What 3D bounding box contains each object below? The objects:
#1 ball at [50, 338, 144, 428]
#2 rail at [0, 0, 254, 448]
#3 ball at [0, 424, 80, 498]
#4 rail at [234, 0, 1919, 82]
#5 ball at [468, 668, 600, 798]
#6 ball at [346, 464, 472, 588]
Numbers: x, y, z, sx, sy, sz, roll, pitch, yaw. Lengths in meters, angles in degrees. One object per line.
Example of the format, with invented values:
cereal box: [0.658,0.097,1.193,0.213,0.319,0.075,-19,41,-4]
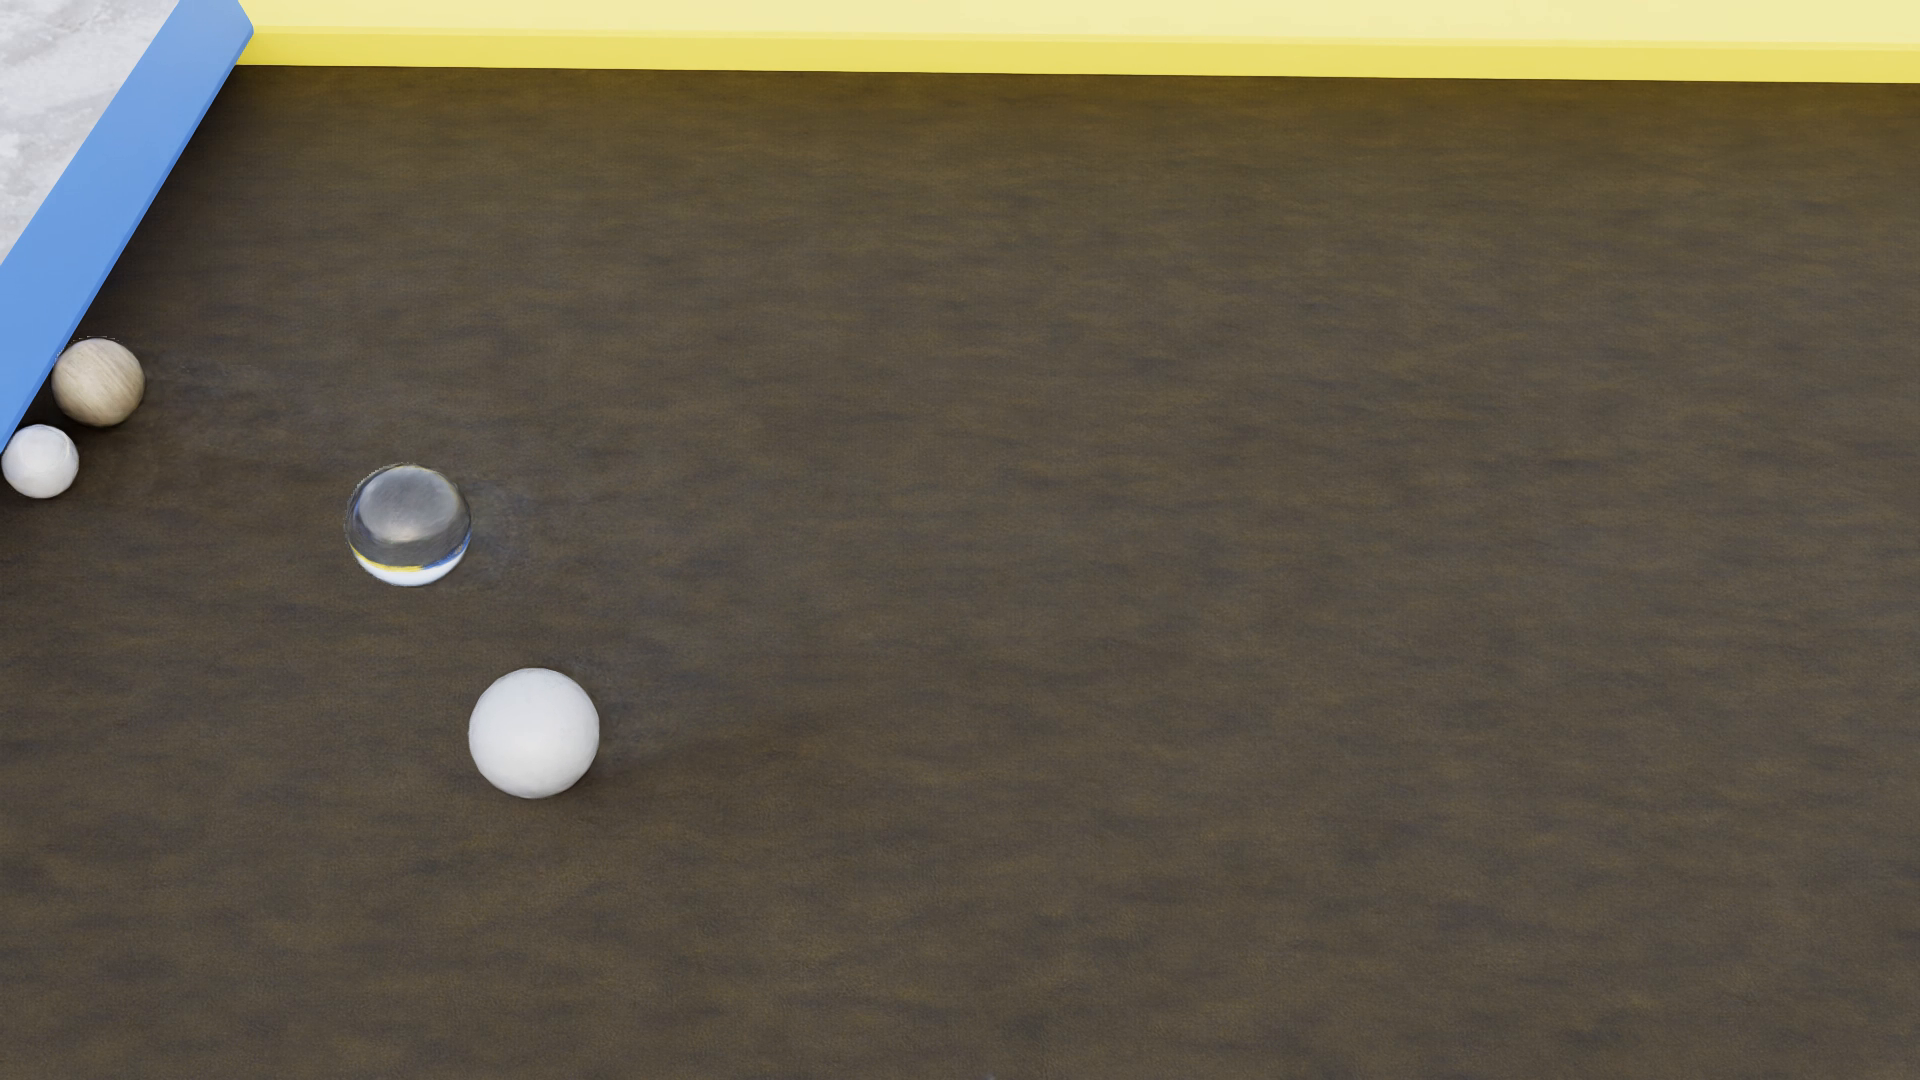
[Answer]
ball: [-0.666,-0.121,1.983,0.069,0.069,0.069,0,35,0]
rail: [-0.722,-0.027,1.810,0.045,0.113,1.703,1,35,1]
ball: [-0.683,-0.058,1.906,0.055,0.055,0.055,0,35,0]
rail: [0.767,-0.483,2.455,2.984,0.113,0.045,1,35,1]
ball: [-0.270,0.122,1.626,0.083,0.083,0.083,0,35,0]
ball: [-0.389,-0.010,1.810,0.087,0.087,0.087,0,35,0]
